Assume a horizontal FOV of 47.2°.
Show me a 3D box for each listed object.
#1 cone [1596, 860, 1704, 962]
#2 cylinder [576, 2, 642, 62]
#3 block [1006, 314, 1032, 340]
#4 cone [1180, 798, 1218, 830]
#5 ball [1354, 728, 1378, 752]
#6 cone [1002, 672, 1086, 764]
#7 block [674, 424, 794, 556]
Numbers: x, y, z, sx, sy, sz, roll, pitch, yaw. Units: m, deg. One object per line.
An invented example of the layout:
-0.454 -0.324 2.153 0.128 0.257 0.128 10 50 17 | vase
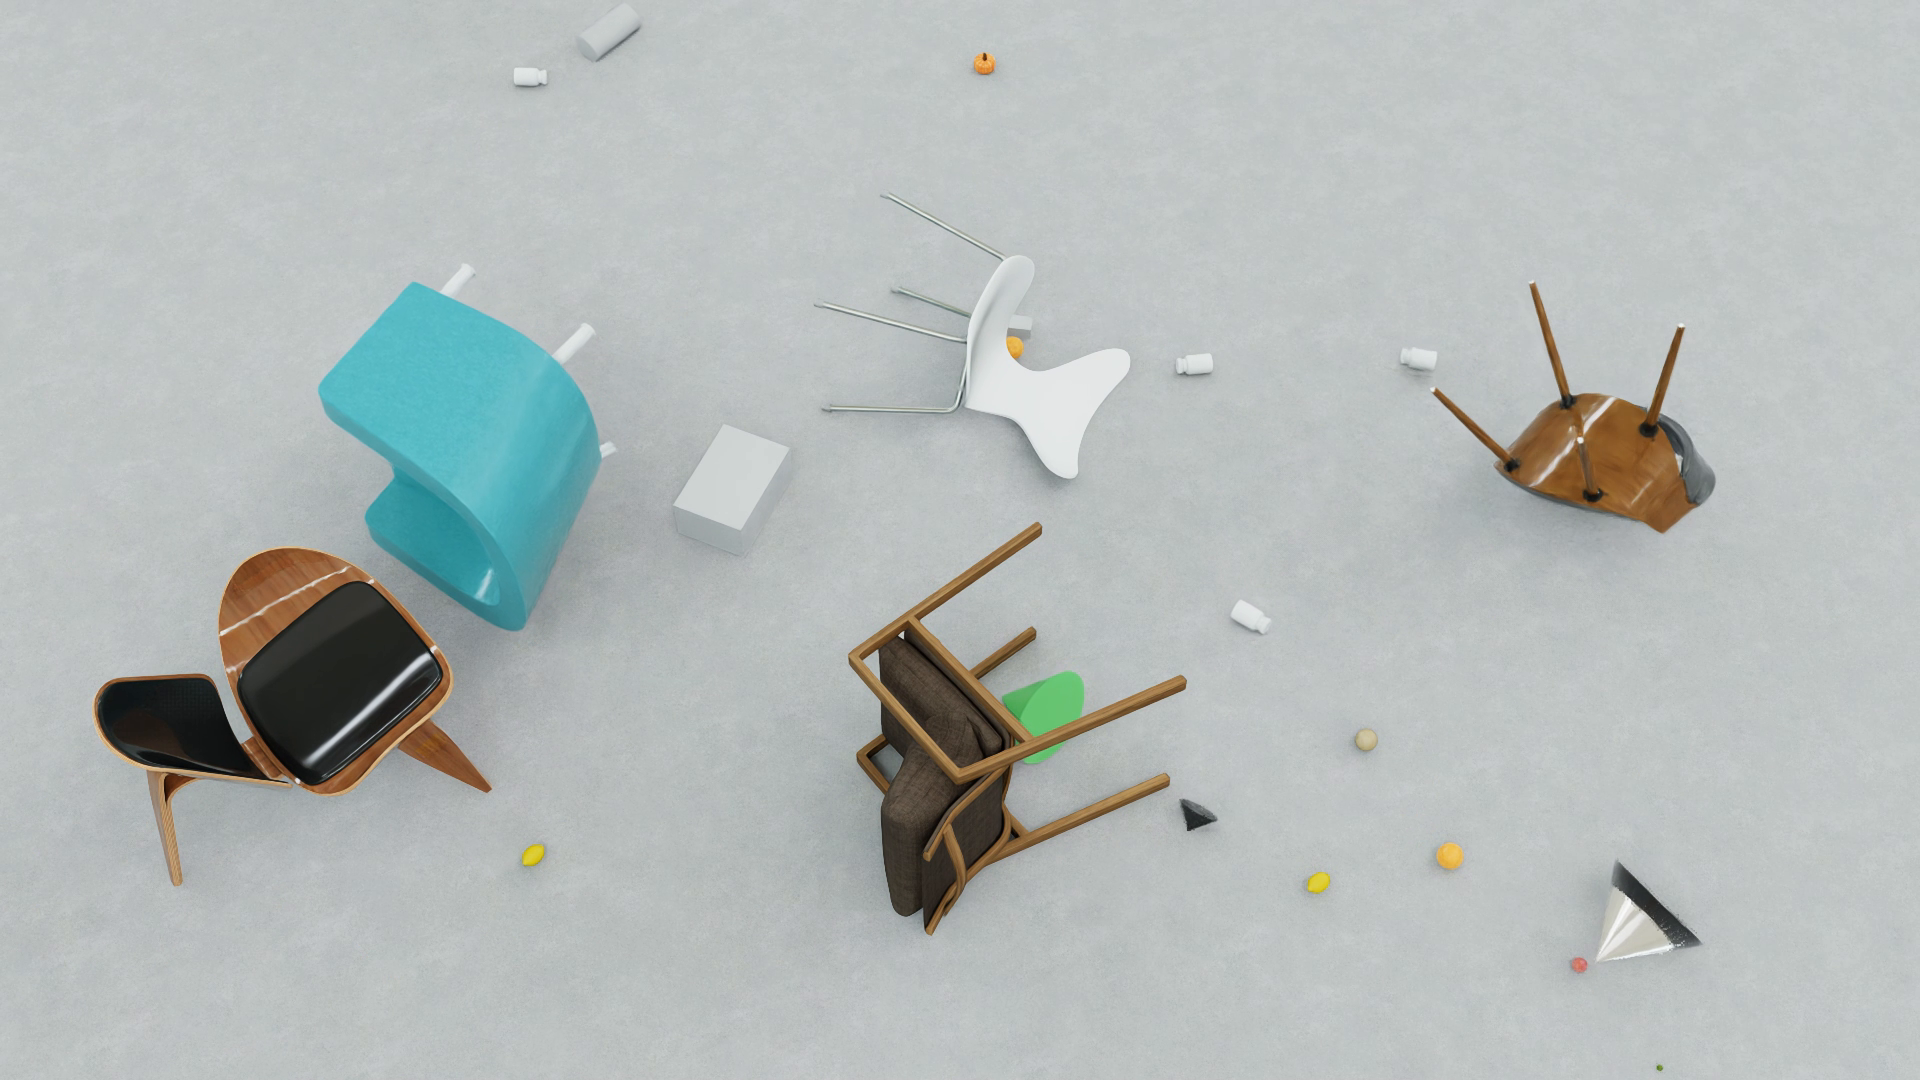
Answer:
1.763 1.036 5.809 0.234 0.267 0.312 -46 66 7 | cone
-1.234 -1.784 7.718 0.109 0.085 0.219 45 65 1 | cylinder
0.188 -0.678 7.000 0.080 0.048 0.054 7 56 5 | block
0.642 0.769 6.033 0.119 0.107 0.067 31 100 28 | cone
1.138 0.560 6.159 0.064 0.064 0.064 0 56 0 | ball
0.186 0.468 6.201 0.207 0.213 0.291 22 70 47 | cone
-0.676 -0.149 6.587 0.223 0.144 0.326 20 58 13 | block
